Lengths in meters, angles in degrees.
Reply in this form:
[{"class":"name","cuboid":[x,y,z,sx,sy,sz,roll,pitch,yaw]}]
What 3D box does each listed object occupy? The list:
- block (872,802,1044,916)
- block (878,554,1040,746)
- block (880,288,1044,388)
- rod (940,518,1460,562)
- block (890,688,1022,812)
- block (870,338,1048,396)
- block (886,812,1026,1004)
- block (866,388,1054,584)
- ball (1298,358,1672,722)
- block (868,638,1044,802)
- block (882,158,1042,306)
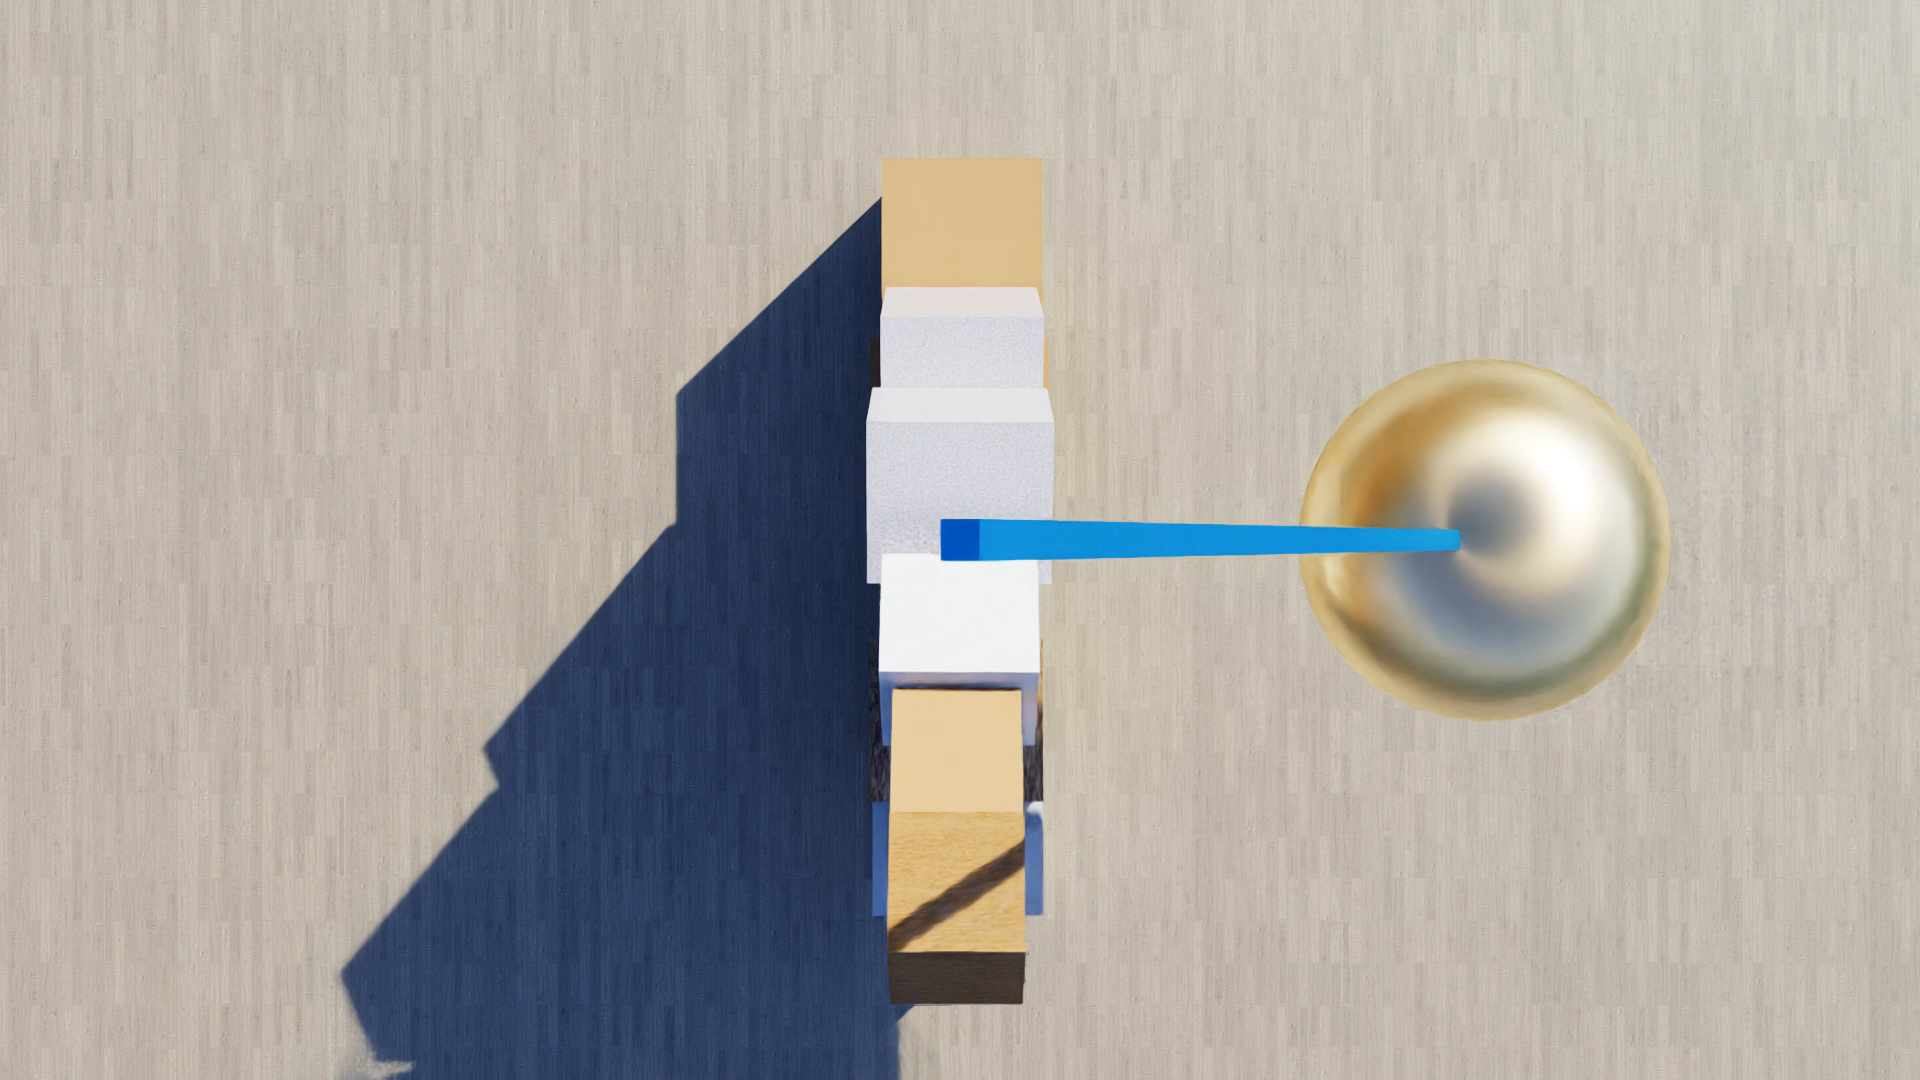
[{"class":"block","cuboid":[-0.011,1.616,12.531,0.935,0.937,0.890,0,90,0]},{"class":"block","cuboid":[-0.004,0.516,10.199,0.712,0.679,0.623,0,56,0]},{"class":"block","cuboid":[0.008,-0.805,11.500,0.811,0.990,0.892,0,105,0]},{"class":"rod","cuboid":[0.994,0.000,6.540,0.080,5.200,0.080,0,90,22]},{"class":"block","cuboid":[-0.014,1.065,9.887,0.574,0.533,0.623,0,57,0]},{"class":"block","cuboid":[-0.004,-0.644,12.602,0.991,0.795,0.957,0,90,0]},{"class":"block","cuboid":[-0.014,1.601,9.544,0.577,0.602,0.637,0,58,0]},{"class":"block","cuboid":[-0.002,-0.277,10.706,0.872,0.817,0.782,0,105,0]},{"class":"ball","cuboid":[2.295,0.000,9.682,1.600,1.600,1.600,0,90,0]},{"class":"block","cuboid":[-0.020,0.963,11.705,0.898,0.752,0.838,0,85,0]},{"class":"block","cuboid":[0.012,-1.608,12.460,0.871,1.080,0.926,0,90,0]}]
